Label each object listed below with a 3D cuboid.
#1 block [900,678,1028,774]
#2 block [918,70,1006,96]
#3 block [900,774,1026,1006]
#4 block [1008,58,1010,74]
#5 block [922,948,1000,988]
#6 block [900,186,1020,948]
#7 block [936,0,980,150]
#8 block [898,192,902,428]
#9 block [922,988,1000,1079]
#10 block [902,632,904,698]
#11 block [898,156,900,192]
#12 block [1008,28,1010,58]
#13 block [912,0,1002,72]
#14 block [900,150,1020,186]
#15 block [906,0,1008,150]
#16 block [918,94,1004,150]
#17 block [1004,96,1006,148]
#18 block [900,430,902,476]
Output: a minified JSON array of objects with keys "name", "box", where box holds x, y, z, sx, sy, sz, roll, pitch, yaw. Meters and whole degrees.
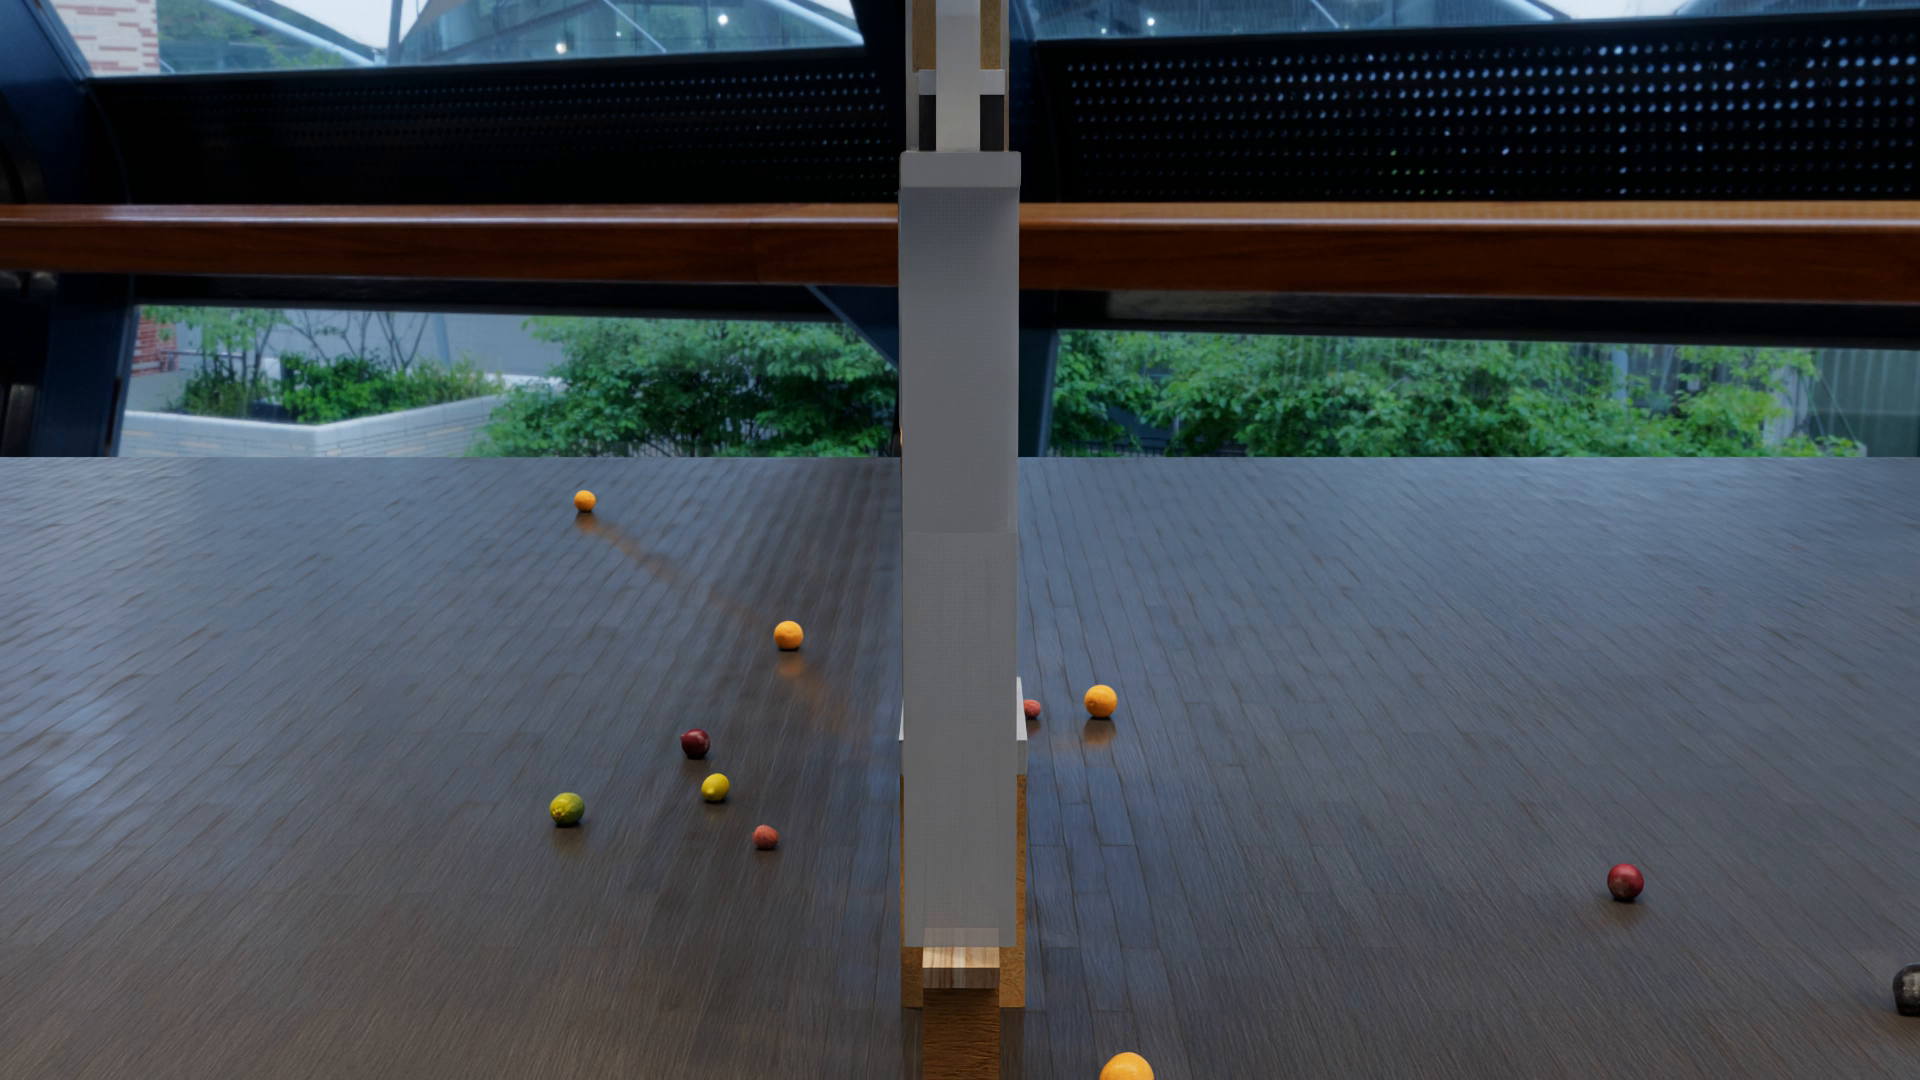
[{"name":"block","box":[0.004,0.273,3.267,0.180,0.051,0.360,0,11,0]},{"name":"block","box":[0.005,-0.620,2.992,0.113,0.032,0.226,0,11,1]},{"name":"block","box":[0.004,0.497,3.186,0.180,0.360,0.051,0,11,0]},{"name":"block","box":[0.001,-0.642,3.679,0.160,0.320,0.045,0,11,0]},{"name":"block","box":[0.002,0.531,2.851,0.097,0.027,0.194,0,11,0]},{"name":"block","box":[0.000,0.045,2.754,0.143,0.964,0.040,0,11,0]},{"name":"block","box":[-0.003,-0.618,2.862,0.057,0.218,0.016,0,10,0]},{"name":"block","box":[-0.004,-0.353,3.364,0.180,0.360,0.051,0,10,-1]},{"name":"block","box":[0.002,0.651,2.808,0.097,0.194,0.027,0,11,0]},{"name":"block","box":[-0.001,0.065,3.306,0.171,0.343,0.049,0,11,0]},{"name":"block","box":[-0.003,-0.577,3.447,0.180,0.051,0.360,0,10,0]},{"name":"block","box":[0.001,-0.842,3.748,0.160,0.045,0.320,0,11,0]},{"name":"block","box":[-0.004,-0.862,2.958,0.120,0.456,0.034,0,11,2]},{"name":"block","box":[0.001,-0.467,2.756,0.143,0.040,0.285,0,11,0]},{"name":"block","box":[-0.004,-0.626,3.161,0.146,0.433,0.041,0,11,-1]},{"name":"block","box":[0.002,-0.396,2.958,0.113,0.397,0.032,0,10,0]},{"name":"block","box":[0.006,-0.507,3.090,0.113,0.226,0.032,0,11,1]},{"name":"block","box":[-0.005,-0.149,3.383,0.171,0.049,0.343,0,11,-1]}]
